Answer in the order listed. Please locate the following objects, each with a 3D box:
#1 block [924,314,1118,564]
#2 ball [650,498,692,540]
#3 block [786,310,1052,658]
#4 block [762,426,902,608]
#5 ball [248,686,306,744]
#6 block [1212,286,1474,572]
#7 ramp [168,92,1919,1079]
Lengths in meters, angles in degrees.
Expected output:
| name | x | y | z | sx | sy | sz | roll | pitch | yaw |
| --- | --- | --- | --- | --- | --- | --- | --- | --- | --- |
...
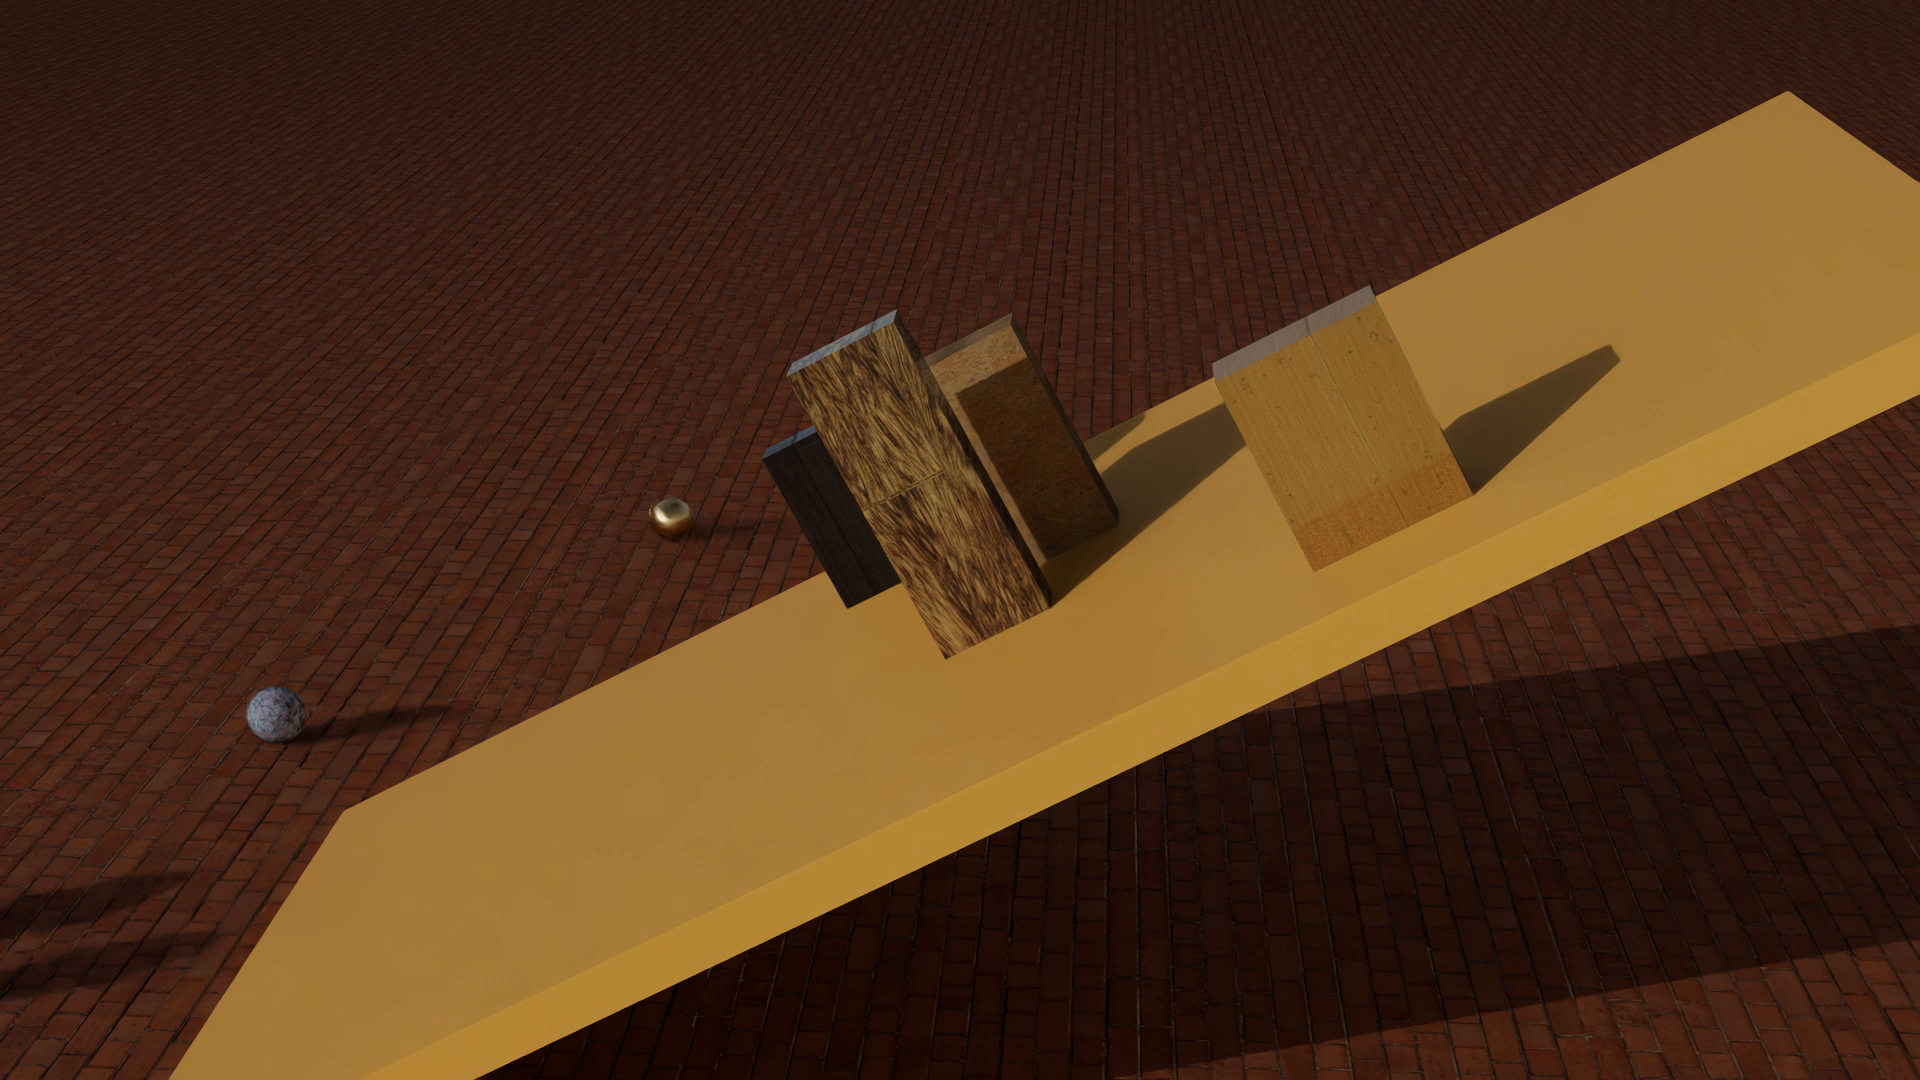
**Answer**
| name | x | y | z | sx | sy | sz | roll | pitch | yaw |
| --- | --- | --- | --- | --- | --- | --- | --- | --- | --- |
| block | 0.052 | -0.175 | 6.413 | 0.401 | 0.501 | 0.119 | -26 | 14 | 11 |
| ball | -0.991 | -0.072 | 10.112 | 0.144 | 0.144 | 0.144 | 0 | 17 | 0 |
| block | -0.079 | -0.112 | 6.072 | 0.247 | 0.682 | 0.117 | -26 | 14 | 11 |
| block | -0.170 | -0.119 | 6.841 | 0.427 | 0.410 | 0.091 | -26 | 14 | 11 |
| ball | -1.924 | 0.493 | 8.282 | 0.160 | 0.160 | 0.160 | 0 | 17 | 0 |
| block | 0.705 | -0.205 | 5.432 | 0.324 | 0.408 | 0.143 | -26 | 14 | 11 |
| ramp | 0.141 | 0.167 | 6.281 | 4.000 | 0.100 | 2.000 | -26 | 14 | 11 |
